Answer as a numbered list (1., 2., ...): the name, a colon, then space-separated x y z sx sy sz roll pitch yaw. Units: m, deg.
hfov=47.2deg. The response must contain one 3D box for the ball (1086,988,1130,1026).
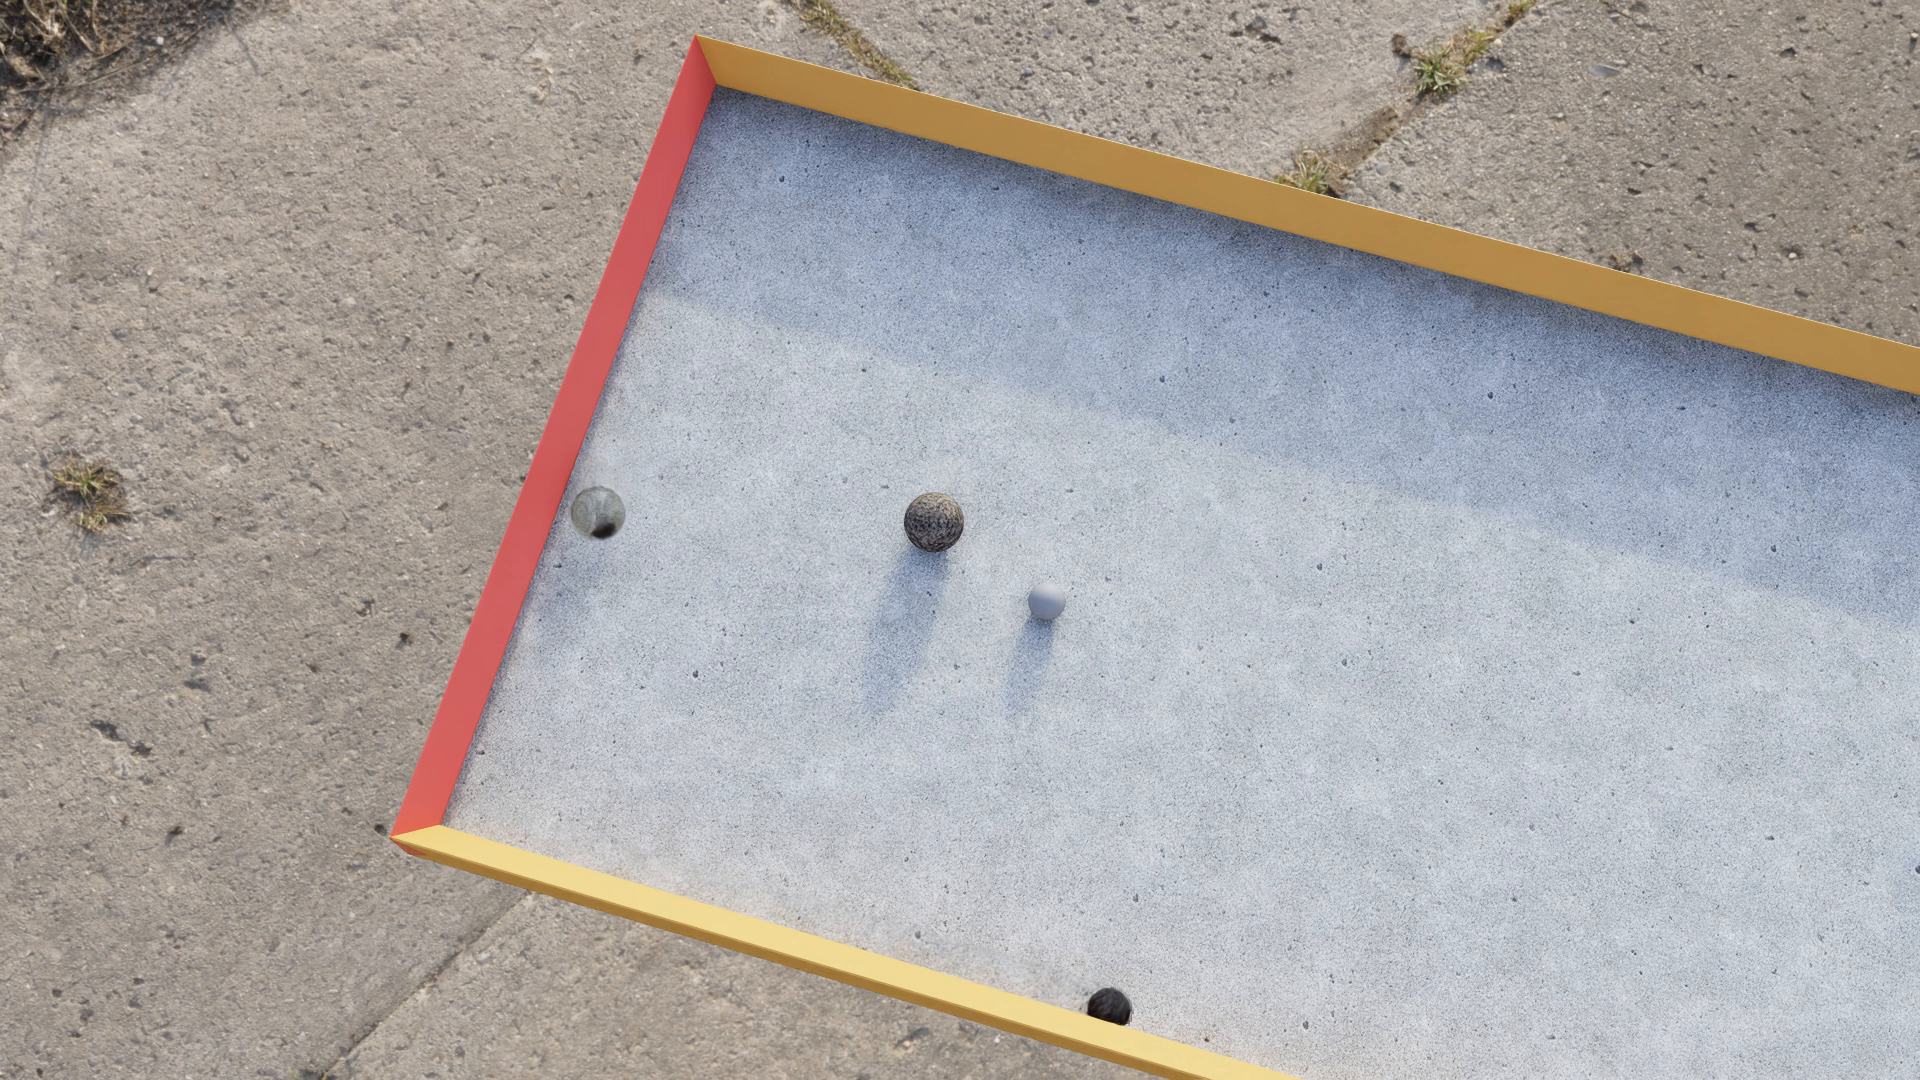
1. ball: 0.216 0.682 3.189 0.064 0.064 0.064 0 71 0

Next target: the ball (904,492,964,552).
1. ball: -0.040 -0.028 3.418 0.094 0.094 0.094 0 71 0

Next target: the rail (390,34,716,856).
1. rail: -0.609 -0.175 3.453 0.045 0.122 1.393 15 72 5

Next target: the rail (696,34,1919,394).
1. rail: 0.819 -0.444 3.546 2.630 0.122 0.045 15 72 5

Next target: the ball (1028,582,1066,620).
1. ball: 0.134 0.095 3.395 0.059 0.059 0.059 0 71 0

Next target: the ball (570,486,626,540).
1. ball: -0.564 -0.042 3.428 0.085 0.085 0.085 0 71 0

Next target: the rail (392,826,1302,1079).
1. rail: 0.443 0.777 3.124 2.630 0.122 0.045 15 72 5
